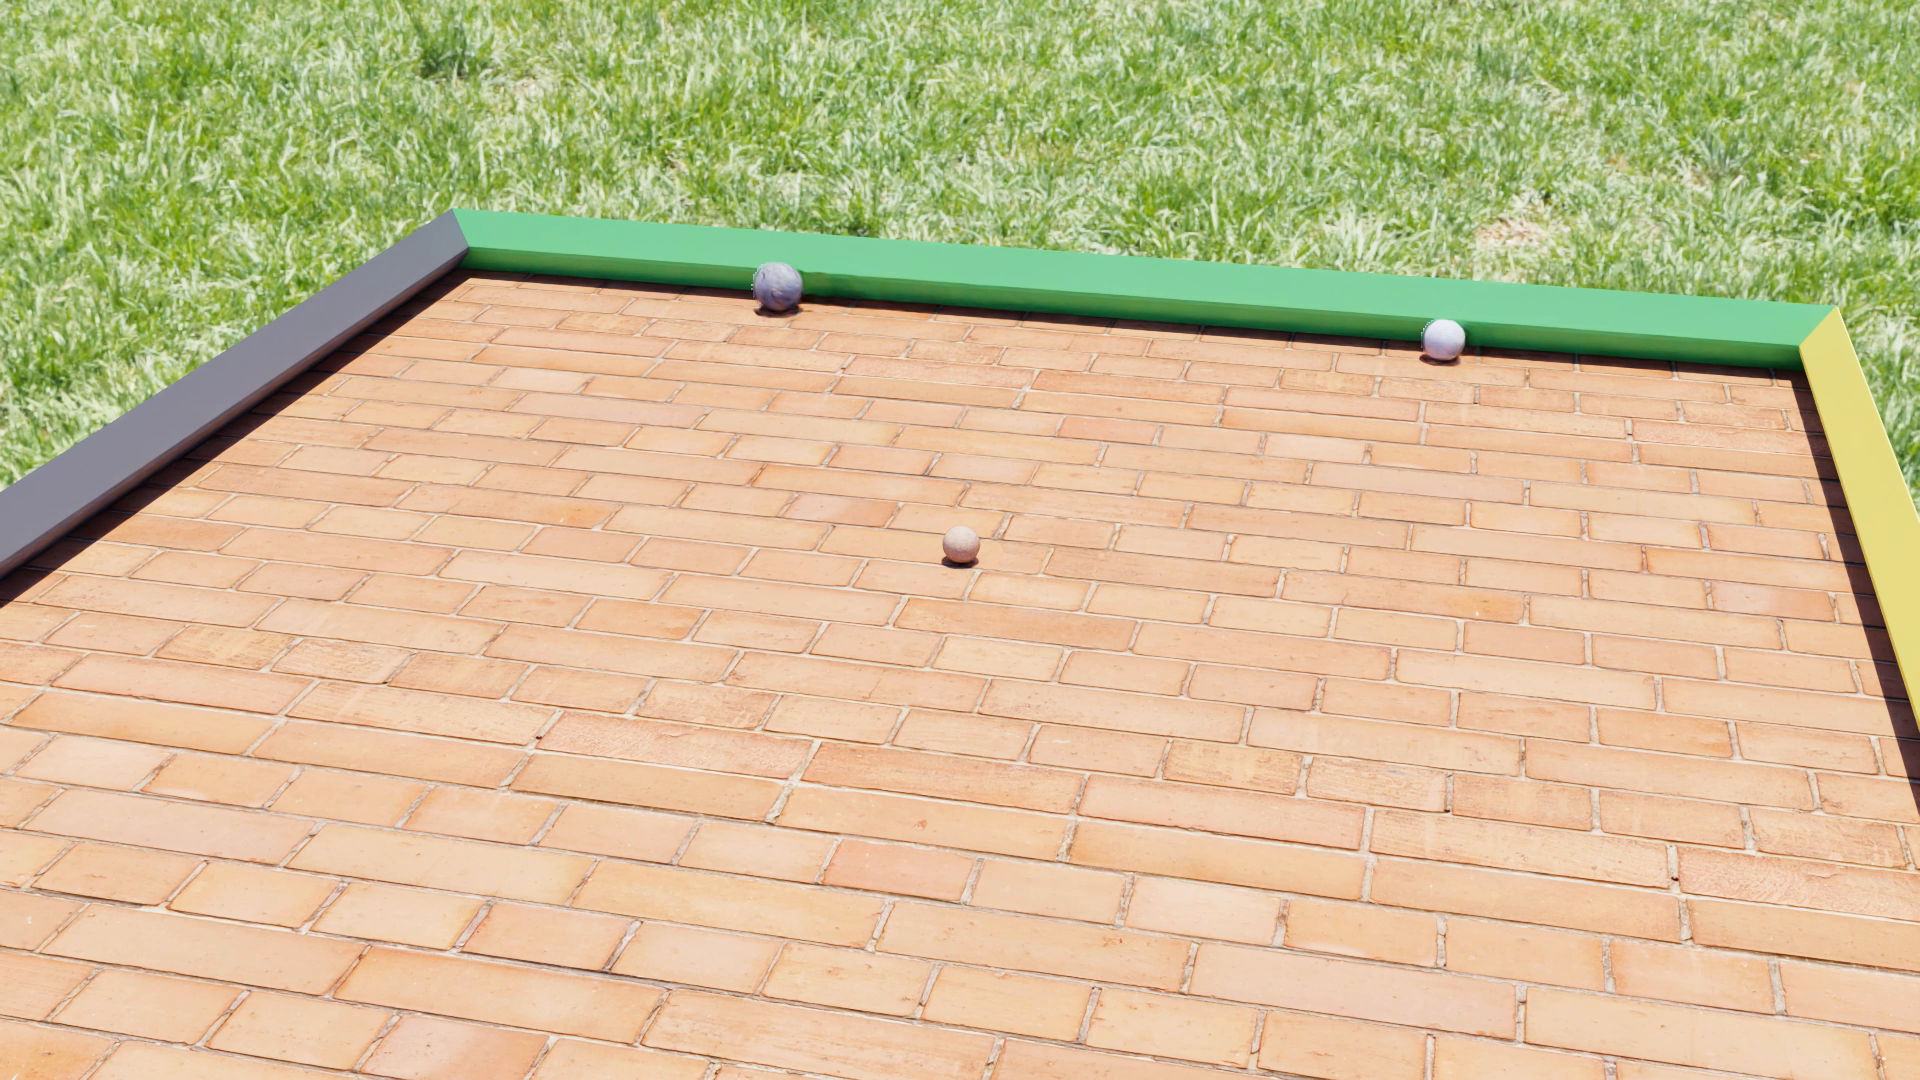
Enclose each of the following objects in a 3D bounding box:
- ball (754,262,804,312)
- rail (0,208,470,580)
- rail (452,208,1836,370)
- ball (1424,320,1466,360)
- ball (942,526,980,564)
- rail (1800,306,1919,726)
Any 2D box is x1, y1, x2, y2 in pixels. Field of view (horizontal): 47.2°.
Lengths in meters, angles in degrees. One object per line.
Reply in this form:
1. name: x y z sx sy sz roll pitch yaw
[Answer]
1. ball: -0.255 -0.357 3.098 0.069 0.069 0.069 0 25 0
2. rail: -1.114 0.225 1.811 0.045 0.090 3.307 6 25 12
3. rail: 0.186 -0.347 3.051 1.944 0.090 0.045 6 25 12
4. ball: 0.643 -0.265 2.917 0.055 0.055 0.055 0 25 0
5. ball: 0.001 0.005 2.350 0.041 0.041 0.041 0 25 0
6. rail: 0.731 0.409 1.412 0.045 0.090 3.307 6 25 12
